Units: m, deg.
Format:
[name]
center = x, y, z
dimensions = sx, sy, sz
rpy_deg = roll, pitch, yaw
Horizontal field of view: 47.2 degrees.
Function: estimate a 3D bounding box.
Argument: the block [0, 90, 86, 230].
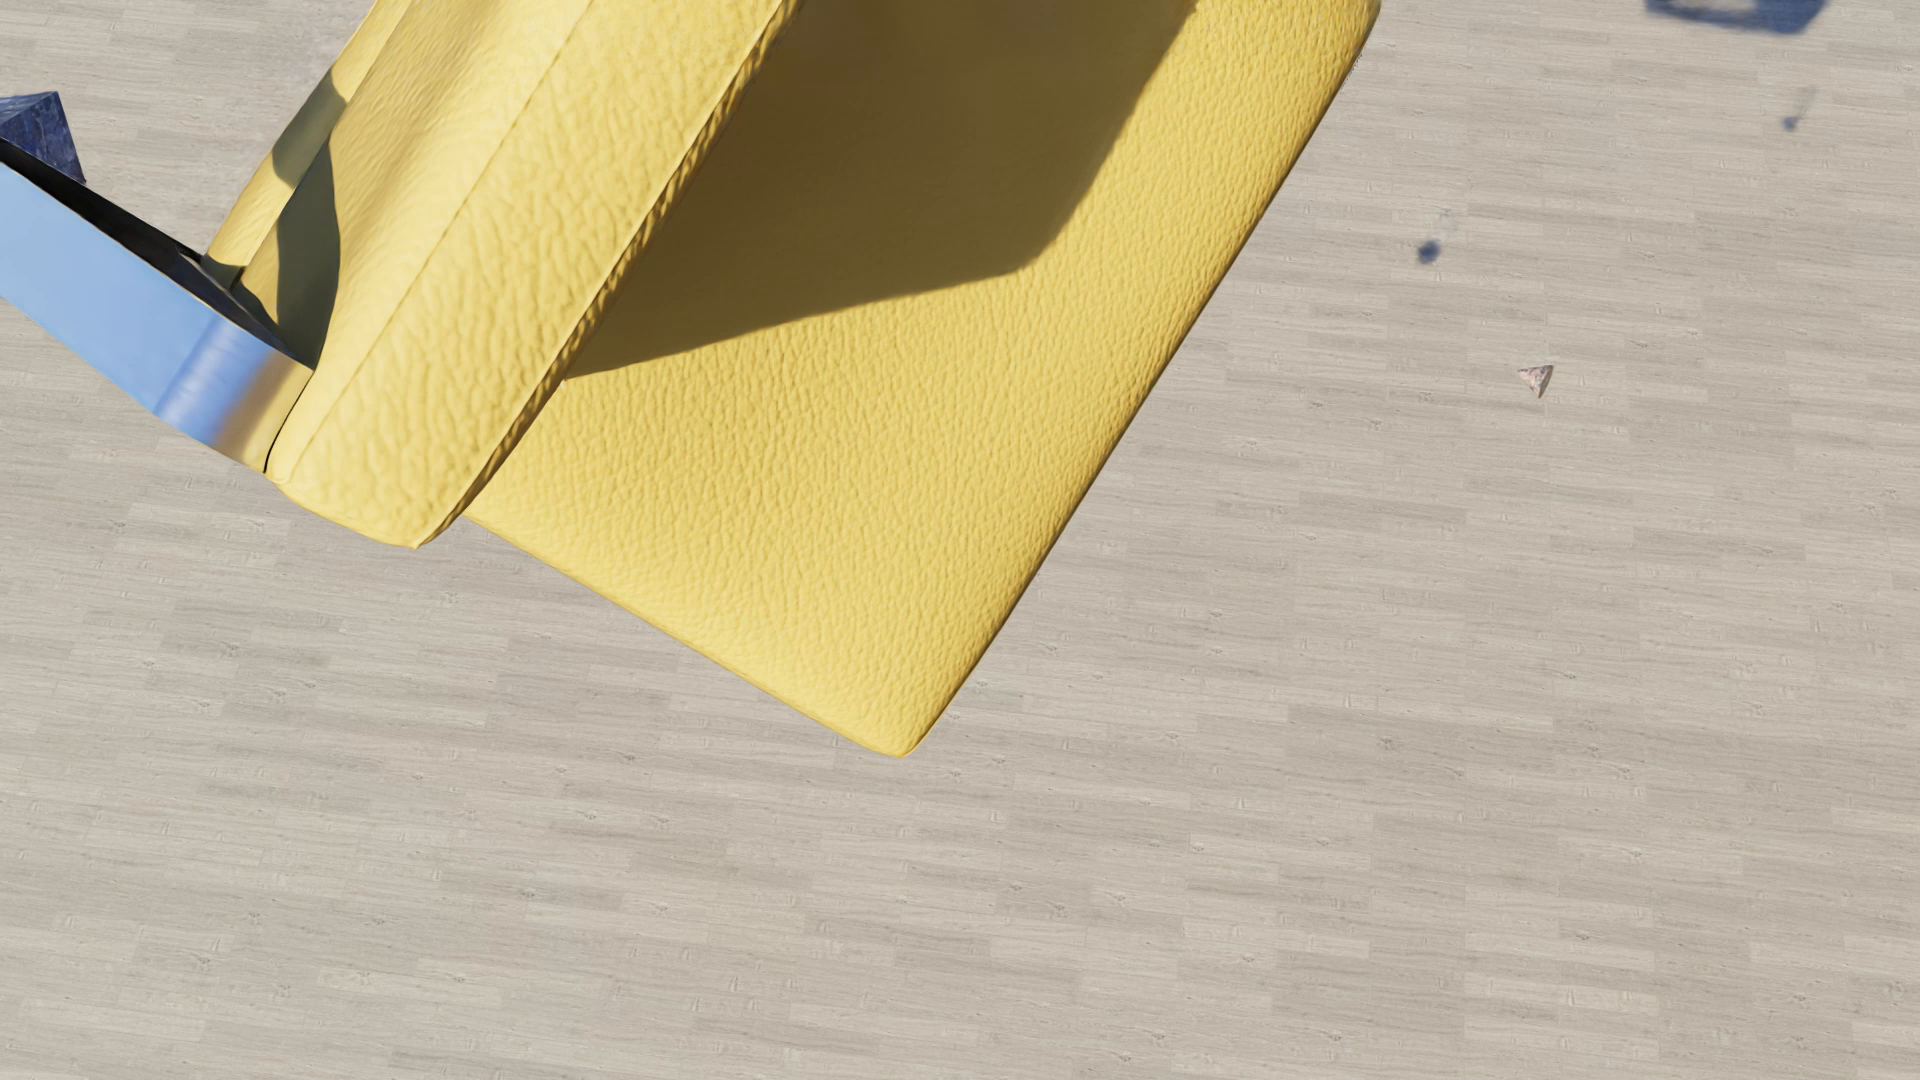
[block]
center = -1.574, -0.612, 3.577
dimensions = 0.173, 0.161, 0.239
rpy_deg = -6, 25, 4
